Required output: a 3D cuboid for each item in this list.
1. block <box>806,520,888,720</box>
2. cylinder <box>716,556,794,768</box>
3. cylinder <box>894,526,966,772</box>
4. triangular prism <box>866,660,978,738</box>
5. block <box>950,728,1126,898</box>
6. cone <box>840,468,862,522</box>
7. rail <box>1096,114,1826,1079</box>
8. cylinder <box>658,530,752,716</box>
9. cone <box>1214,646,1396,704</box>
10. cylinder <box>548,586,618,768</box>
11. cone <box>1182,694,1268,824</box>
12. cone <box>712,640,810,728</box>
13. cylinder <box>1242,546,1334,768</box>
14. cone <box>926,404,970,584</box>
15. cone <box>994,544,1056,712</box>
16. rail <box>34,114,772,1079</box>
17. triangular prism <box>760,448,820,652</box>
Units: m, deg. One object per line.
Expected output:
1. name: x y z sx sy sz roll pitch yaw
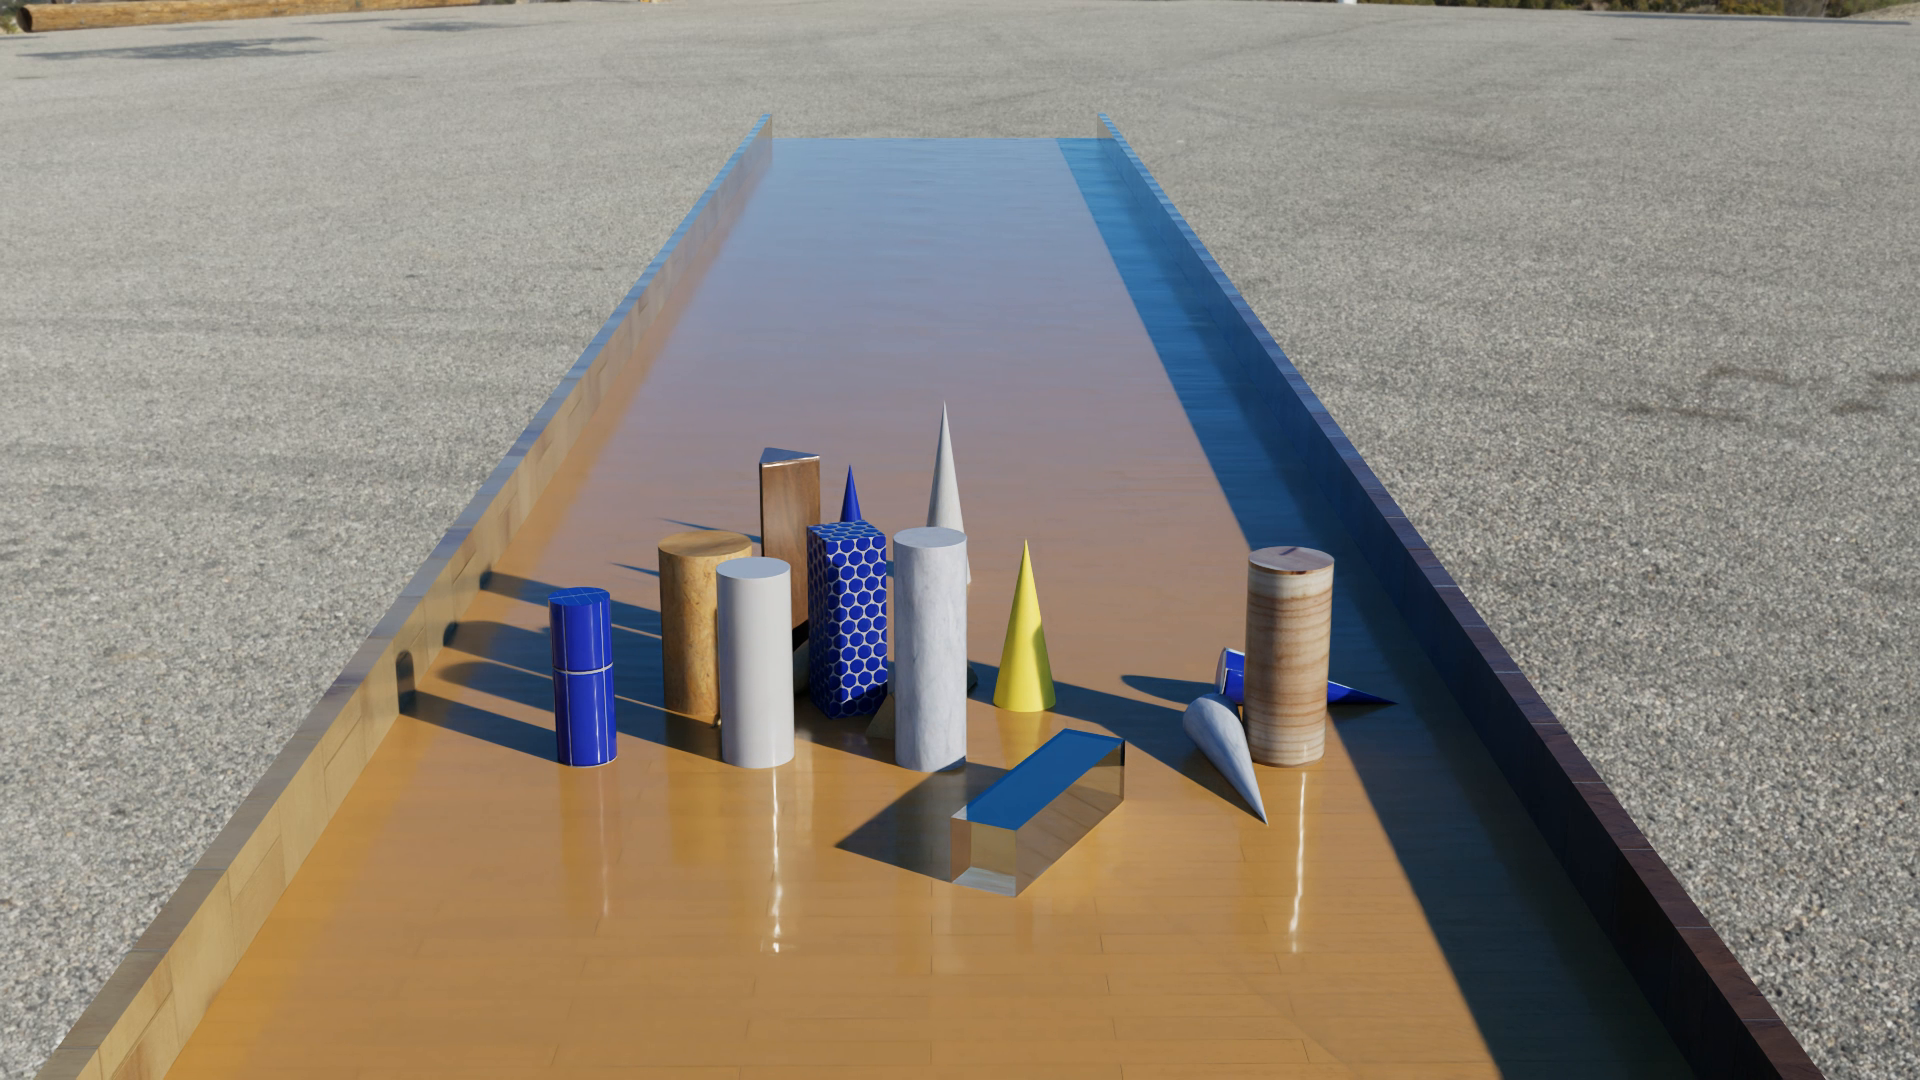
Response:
1. block: -0.212 0.148 4.122 0.115 0.345 0.115 -7 18 -22
2. cylinder: -0.361 0.216 3.885 0.130 0.350 0.130 0 17 0
3. cylinder: -0.052 0.192 3.860 0.128 0.411 0.128 0 17 0
4. triangular prism: -0.069 0.275 4.145 0.098 0.085 0.338 6 17 20
5. block: 0.132 0.435 3.566 0.112 0.112 0.421 8 19 26
6. cone: -0.228 0.004 4.610 0.129 0.343 0.129 0 17 0
7. rail: 0.932 -0.844 7.801 0.050 0.150 12.000 0 17 -1
8. cylinder: -0.477 0.155 4.158 0.175 0.311 0.175 0 17 0
9. cone: 0.664 0.284 4.175 0.345 0.111 0.111 9 16 -2
10. cylinder: -0.665 0.242 3.885 0.106 0.301 0.106 0 17 0
11. cone: 0.481 0.398 3.797 0.106 0.106 0.361 -3 25 -9
12. cone: -0.331 0.269 4.206 0.132 0.132 0.432 13 29 36
13. cylinder: 0.579 0.207 3.894 0.149 0.363 0.149 0 16 0
14. cone: -0.034 -0.109 4.866 0.118 0.415 0.118 0 17 0
15. cone: 0.123 0.152 4.150 0.121 0.323 0.121 0 17 0
16. rail: -1.118 -0.838 7.780 0.050 0.150 12.000 0 17 -1
17. triangular prism: -0.360 0.026 4.416 0.128 0.413 0.111 -9 19 -28
